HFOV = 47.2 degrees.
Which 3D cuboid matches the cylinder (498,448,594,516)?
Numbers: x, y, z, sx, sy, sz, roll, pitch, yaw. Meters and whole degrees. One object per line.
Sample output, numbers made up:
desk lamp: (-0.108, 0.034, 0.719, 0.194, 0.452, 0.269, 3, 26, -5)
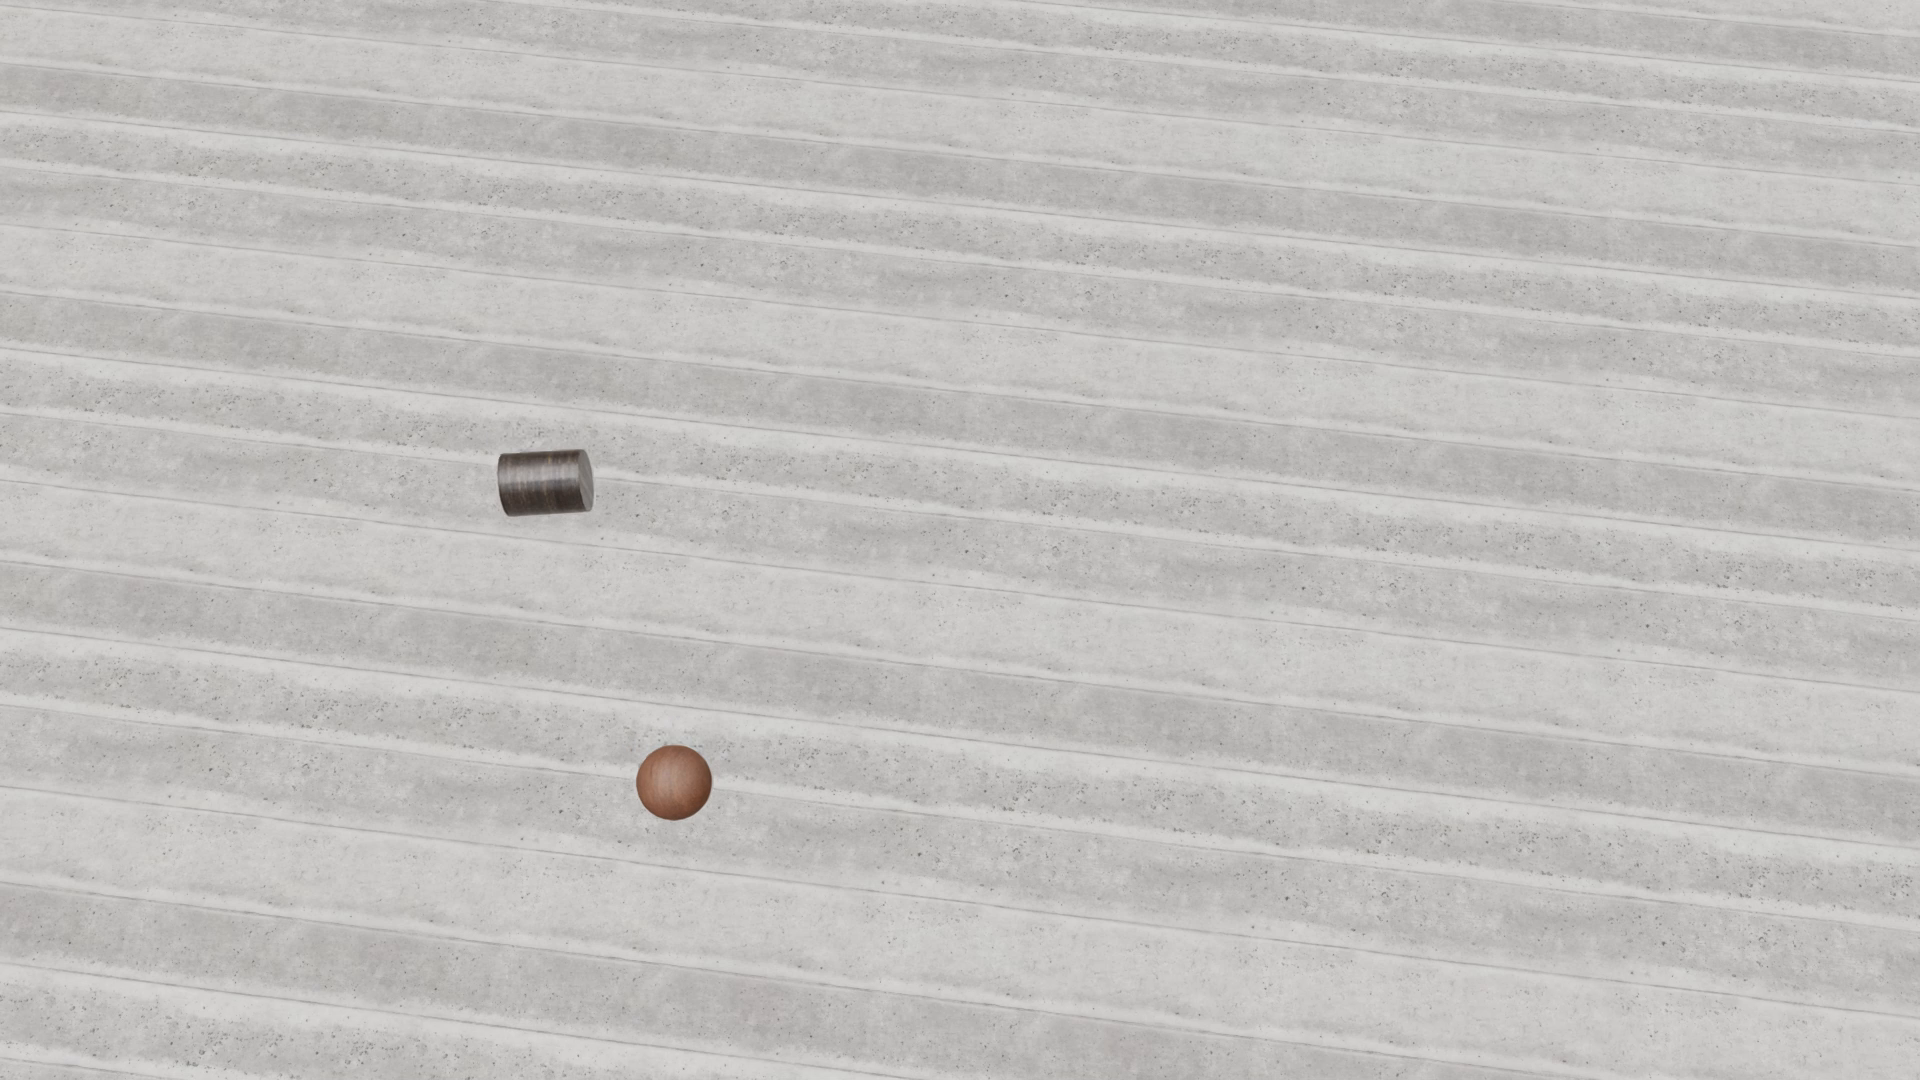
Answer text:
cylinder: (-0.780, -0.108, 4.146, 0.152, 0.137, 0.114, -4, 62, 2)
